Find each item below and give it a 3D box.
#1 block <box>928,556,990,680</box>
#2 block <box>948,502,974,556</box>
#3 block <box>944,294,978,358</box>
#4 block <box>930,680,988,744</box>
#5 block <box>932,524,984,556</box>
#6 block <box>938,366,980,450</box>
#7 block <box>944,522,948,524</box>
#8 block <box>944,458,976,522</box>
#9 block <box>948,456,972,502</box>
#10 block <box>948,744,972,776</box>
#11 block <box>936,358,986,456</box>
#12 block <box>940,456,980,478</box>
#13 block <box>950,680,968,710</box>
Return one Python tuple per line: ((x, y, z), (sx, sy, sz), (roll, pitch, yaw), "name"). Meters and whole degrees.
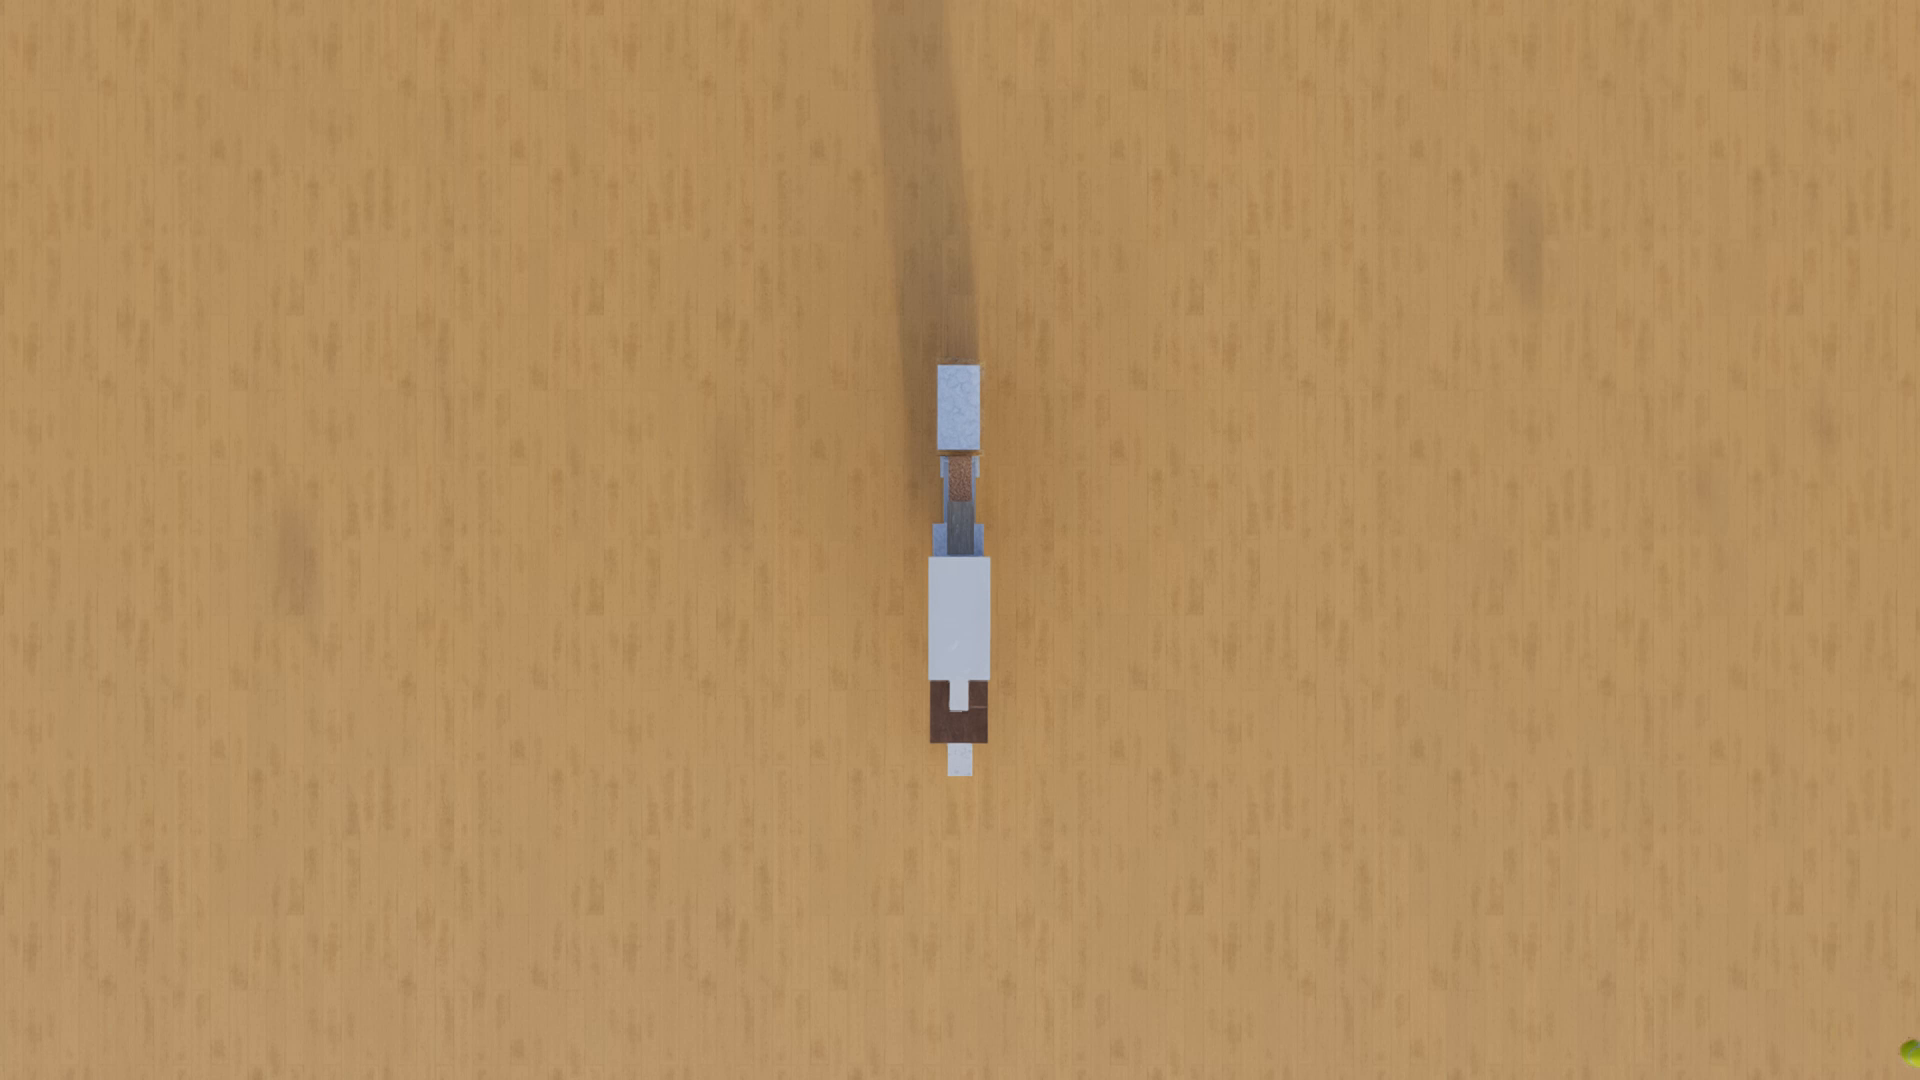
((-0.001, 0.212, 4.474), (0.167, 0.047, 0.333), (0, 90, 0), "block")
((0.001, -0.033, 4.710), (0.076, 0.022, 0.152), (0, 90, 0), "block")
((0.005, -0.653, 5.131), (0.108, 0.030, 0.215), (0, 90, 0), "block")
((-0.003, 0.426, 4.855), (0.169, 0.048, 0.338), (0, 90, 0), "block")
((-0.005, 0.102, 4.894), (0.151, 0.043, 0.302), (0, 90, 0), "block")
((-0.004, -0.371, 4.634), (0.118, 0.034, 0.237), (0, 90, 0), "block")
((-0.003, 0.031, 5.292), (0.097, 0.028, 0.194), (0, 90, 0), "block")
((-0.002, -0.152, 5.011), (0.096, 0.027, 0.193), (0, 90, 0), "block")
((0.000, -0.180, 4.853), (0.067, 0.019, 0.134), (0, 90, 0), "block")
((0.000, 0.681, 5.329), (0.080, 0.023, 0.159), (0, 90, 0), "block")
((0.002, -0.396, 4.908), (0.144, 0.041, 0.289), (0, 90, 0), "block")
((-0.002, -0.321, 5.235), (0.124, 0.035, 0.248), (-1, 90, 0), "block")
((-0.002, 0.434, 4.718), (0.053, 0.015, 0.105), (1, 90, 0), "block")
